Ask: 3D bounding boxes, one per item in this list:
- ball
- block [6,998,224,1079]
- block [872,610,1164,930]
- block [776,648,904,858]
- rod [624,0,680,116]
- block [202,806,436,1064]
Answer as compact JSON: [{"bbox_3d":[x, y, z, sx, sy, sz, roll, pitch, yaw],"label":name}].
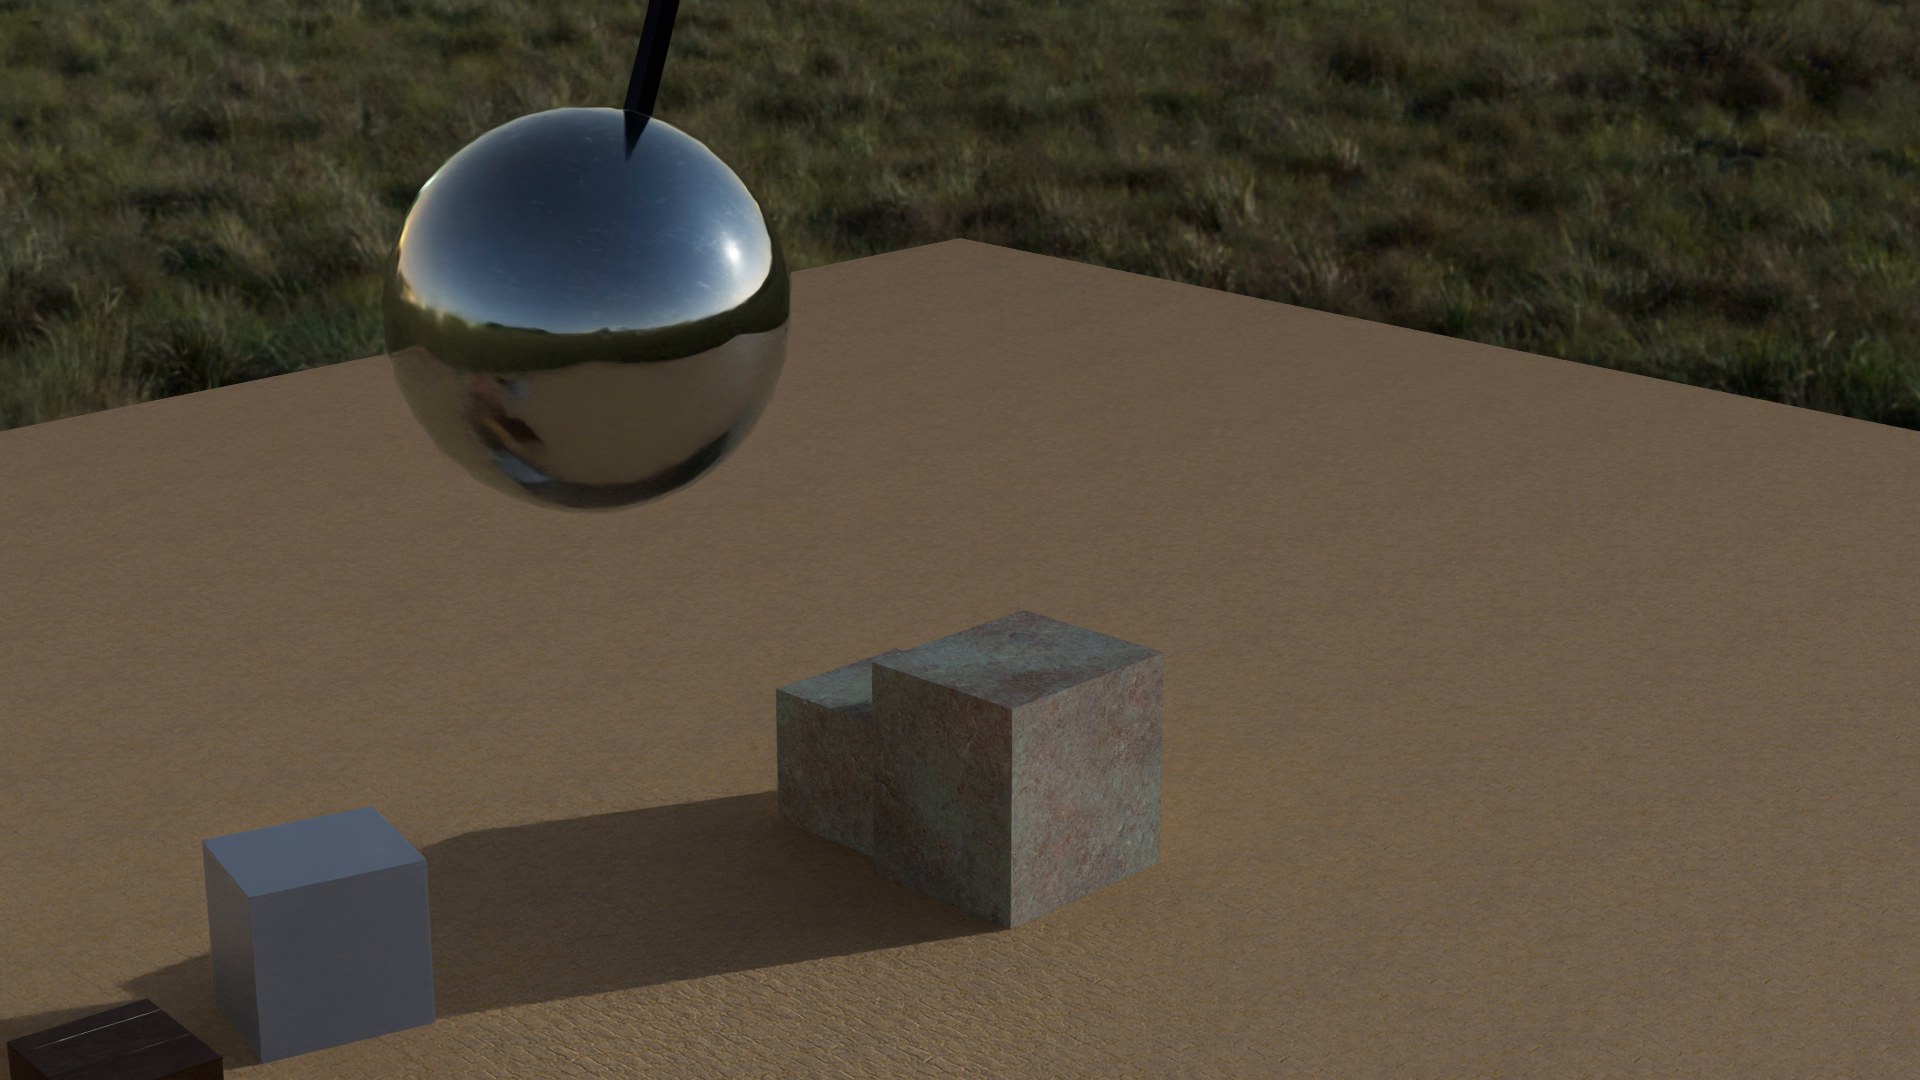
[{"bbox_3d":[-1.459,-0.900,11.530,1.600,1.600,1.600,0,17,0],"label":"ball"},{"bbox_3d":[-3.032,2.115,10.597,0.541,0.609,0.607,-14,22,-38],"label":"block"},{"bbox_3d":[0.264,1.021,13.372,0.862,1.033,1.005,16,24,42],"label":"block"},{"bbox_3d":[-0.313,1.019,13.995,0.784,0.664,0.798,16,24,42],"label":"block"},{"bbox_3d":[-0.632,-4.194,11.361,0.080,5.200,0.080,17,4,42],"label":"rod"},{"bbox_3d":[-2.629,1.606,12.027,0.729,0.724,0.651,-10,20,-28],"label":"block"}]
